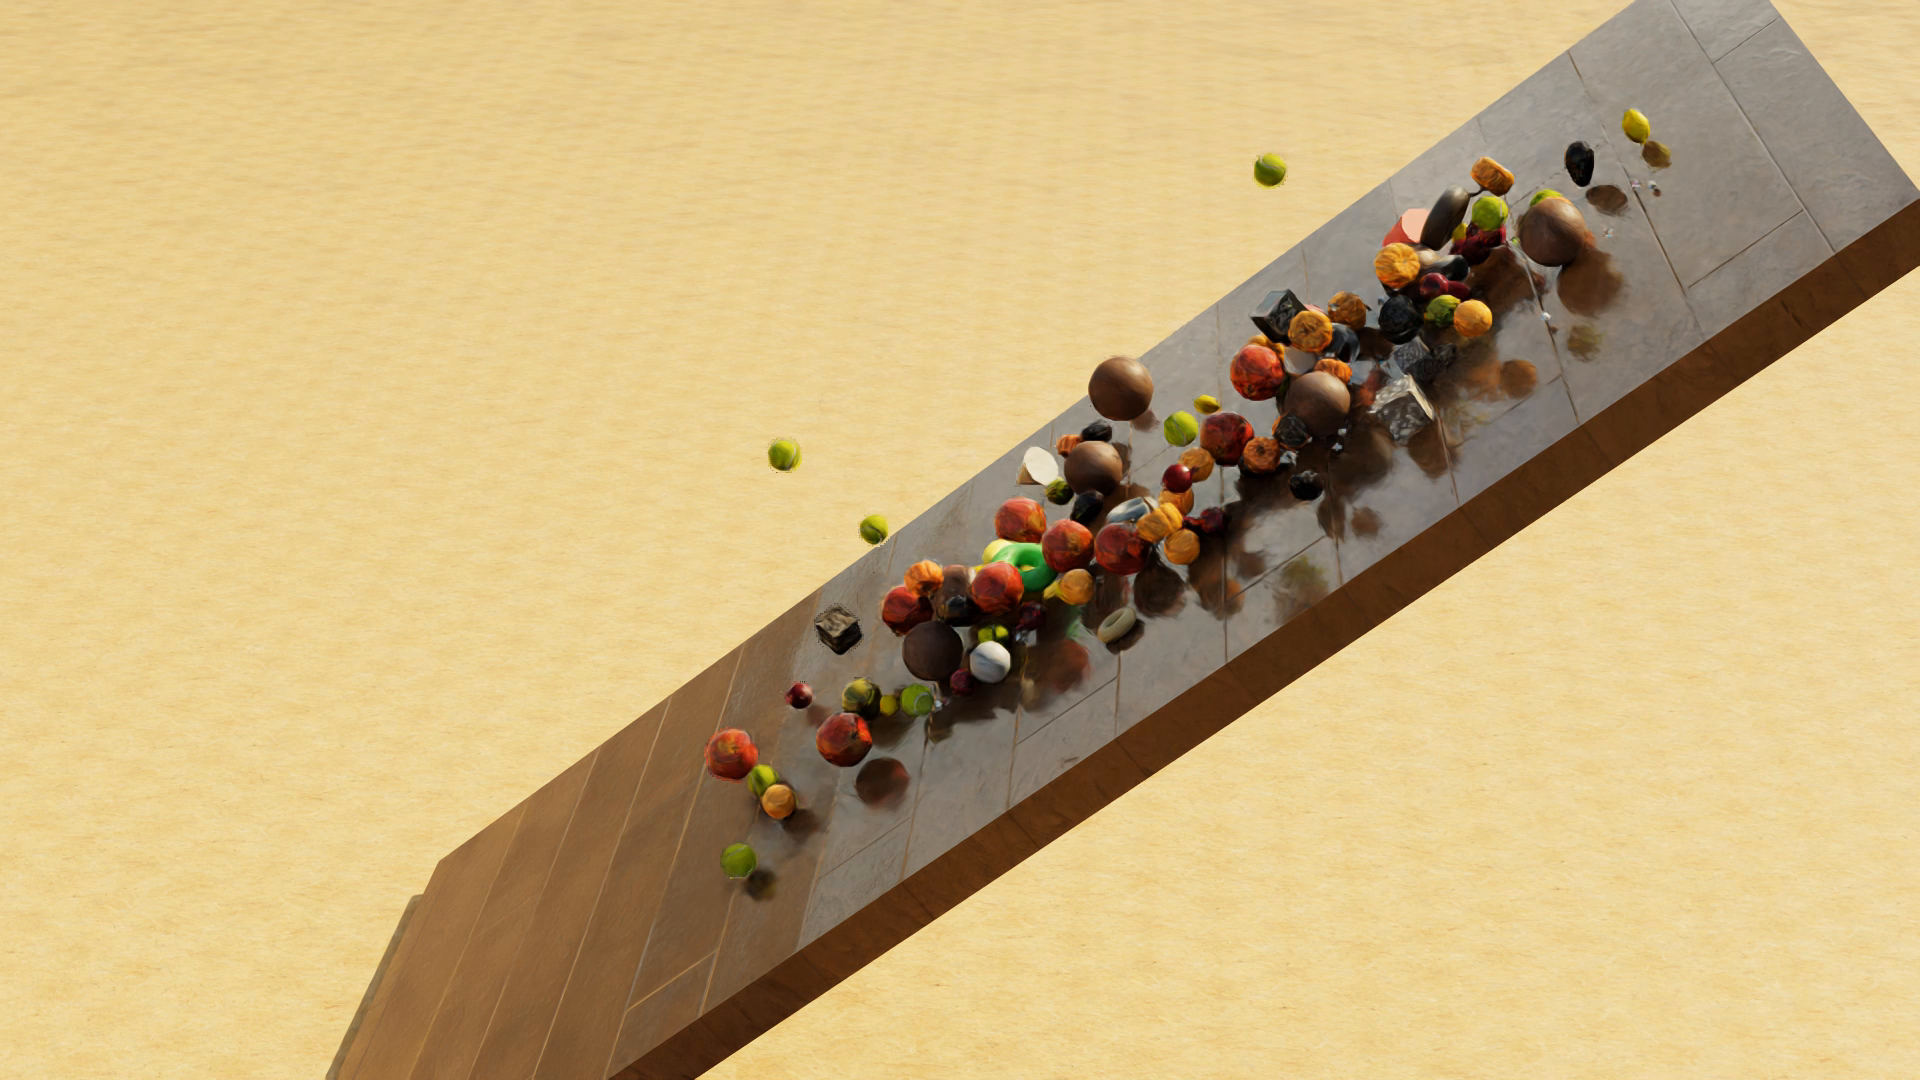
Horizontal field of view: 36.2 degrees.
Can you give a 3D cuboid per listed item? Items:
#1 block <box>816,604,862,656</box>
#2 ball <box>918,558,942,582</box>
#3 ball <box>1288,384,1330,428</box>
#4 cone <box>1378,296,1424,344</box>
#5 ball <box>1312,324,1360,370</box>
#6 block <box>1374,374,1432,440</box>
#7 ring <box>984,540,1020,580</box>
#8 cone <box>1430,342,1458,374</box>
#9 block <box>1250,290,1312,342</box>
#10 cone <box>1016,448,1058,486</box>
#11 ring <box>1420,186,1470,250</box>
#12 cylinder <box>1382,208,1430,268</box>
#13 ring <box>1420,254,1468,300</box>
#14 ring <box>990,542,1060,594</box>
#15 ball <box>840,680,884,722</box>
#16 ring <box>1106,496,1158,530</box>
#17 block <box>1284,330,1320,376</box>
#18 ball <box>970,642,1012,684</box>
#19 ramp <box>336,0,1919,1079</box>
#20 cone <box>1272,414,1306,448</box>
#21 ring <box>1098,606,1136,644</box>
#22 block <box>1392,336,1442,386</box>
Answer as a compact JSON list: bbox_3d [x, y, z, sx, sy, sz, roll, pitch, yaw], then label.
[{"bbox_3d":[-0.270,0.201,6.565,0.068,0.068,0.068,-39,54,-20],"label":"block"},{"bbox_3d":[-0.068,0.070,6.803,0.055,0.055,0.055,0,23,0],"label":"ball"},{"bbox_3d":[0.699,-0.268,5.879,0.085,0.085,0.085,0,23,0],"label":"ball"},{"bbox_3d":[0.899,-0.434,5.846,0.098,0.098,0.098,-8,10,-18],"label":"cone"},{"bbox_3d":[0.772,-0.397,6.038,0.097,0.097,0.097,0,23,0],"label":"ball"},{"bbox_3d":[0.827,-0.248,5.487,0.076,0.076,0.076,-31,20,22],"label":"block"},{"bbox_3d":[0.112,0.054,6.290,0.138,0.046,0.138,21,38,-17],"label":"ring"},{"bbox_3d":[0.932,-0.341,5.649,0.054,0.054,0.054,1,58,3],"label":"cone"},{"bbox_3d":[0.664,-0.463,6.092,0.076,0.076,0.076,-50,20,-13],"label":"block"},{"bbox_3d":[0.155,-0.144,6.613,0.096,0.096,0.096,-26,-7,-46],"label":"cone"},{"bbox_3d":[0.999,-0.662,6.056,0.049,0.148,0.148,32,33,15],"label":"ring"},{"bbox_3d":[0.947,-0.631,6.160,0.093,0.093,0.093,8,62,-16],"label":"cylinder"},{"bbox_3d":[0.973,-0.529,5.906,0.109,0.109,0.036,-14,54,-29],"label":"ring"},{"bbox_3d":[0.136,0.059,6.197,0.147,0.049,0.147,0,37,0],"label":"ring"},{"bbox_3d":[-0.210,0.344,6.317,0.091,0.091,0.091,0,23,0],"label":"ball"},{"bbox_3d":[0.358,-0.055,6.138,0.116,0.039,0.116,-23,13,6],"label":"ring"},{"bbox_3d":[0.729,-0.390,6.117,0.065,0.065,0.065,-21,-13,-48],"label":"block"},{"bbox_3d":[0.061,0.248,5.959,0.085,0.085,0.085,0,23,0],"label":"ball"},{"bbox_3d":[0.123,0.183,6.335,4.000,0.100,2.000,-35,16,18],"label":"ramp"},{"bbox_3d":[0.614,-0.203,5.606,0.066,0.066,0.066,-16,0,-32],"label":"cone"},{"bbox_3d":[0.305,0.165,5.718,0.090,0.030,0.090,-38,14,11],"label":"ring"},{"bbox_3d":[0.882,-0.343,5.674,0.058,0.058,0.058,-35,39,16],"label":"block"}]
